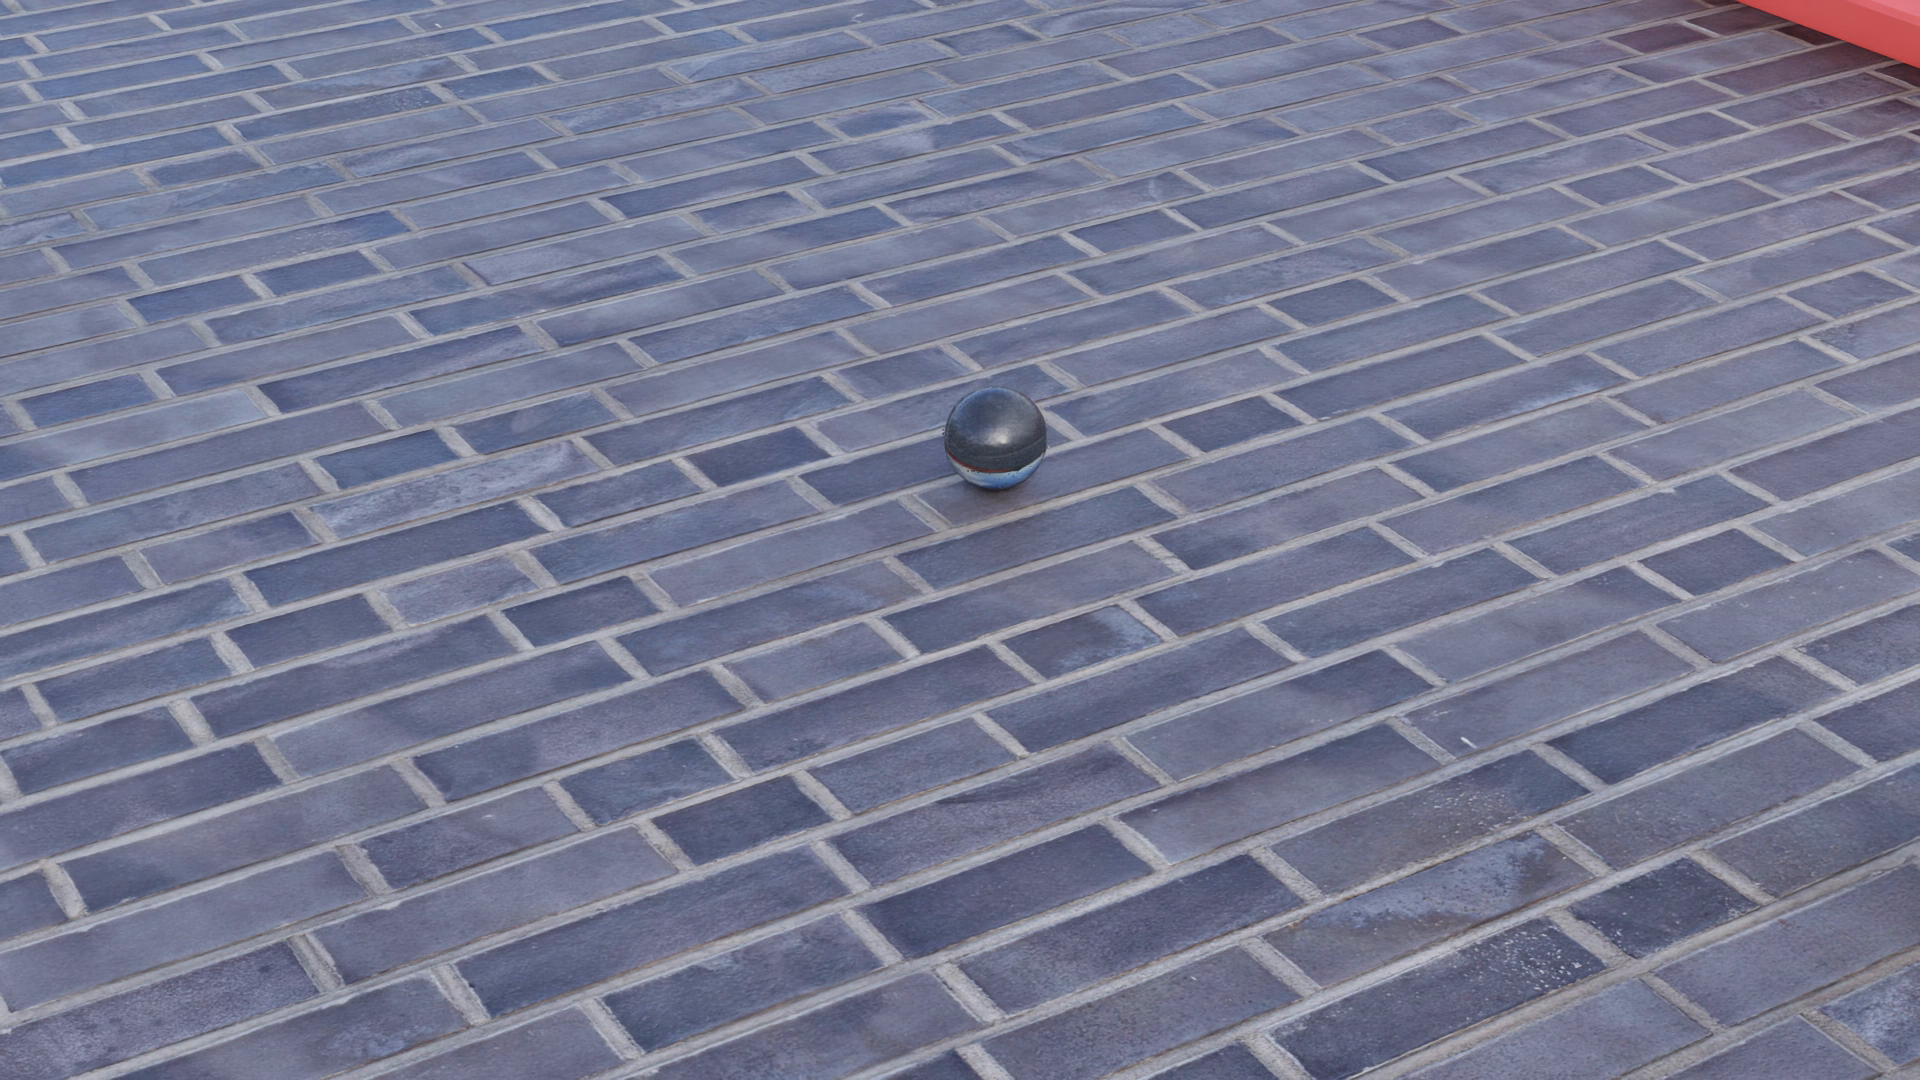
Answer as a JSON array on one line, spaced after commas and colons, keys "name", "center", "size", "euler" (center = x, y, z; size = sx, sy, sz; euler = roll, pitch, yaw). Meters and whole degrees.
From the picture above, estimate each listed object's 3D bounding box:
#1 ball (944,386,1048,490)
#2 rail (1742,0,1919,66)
[{"name": "ball", "center": [0.024, -0.069, 1.999], "size": [0.071, 0.071, 0.071], "euler": [0, 28, 0]}, {"name": "rail", "center": [0.503, -0.786, 3.272], "size": [0.045, 0.119, 4.433], "euler": [-16, 32, -28]}]
